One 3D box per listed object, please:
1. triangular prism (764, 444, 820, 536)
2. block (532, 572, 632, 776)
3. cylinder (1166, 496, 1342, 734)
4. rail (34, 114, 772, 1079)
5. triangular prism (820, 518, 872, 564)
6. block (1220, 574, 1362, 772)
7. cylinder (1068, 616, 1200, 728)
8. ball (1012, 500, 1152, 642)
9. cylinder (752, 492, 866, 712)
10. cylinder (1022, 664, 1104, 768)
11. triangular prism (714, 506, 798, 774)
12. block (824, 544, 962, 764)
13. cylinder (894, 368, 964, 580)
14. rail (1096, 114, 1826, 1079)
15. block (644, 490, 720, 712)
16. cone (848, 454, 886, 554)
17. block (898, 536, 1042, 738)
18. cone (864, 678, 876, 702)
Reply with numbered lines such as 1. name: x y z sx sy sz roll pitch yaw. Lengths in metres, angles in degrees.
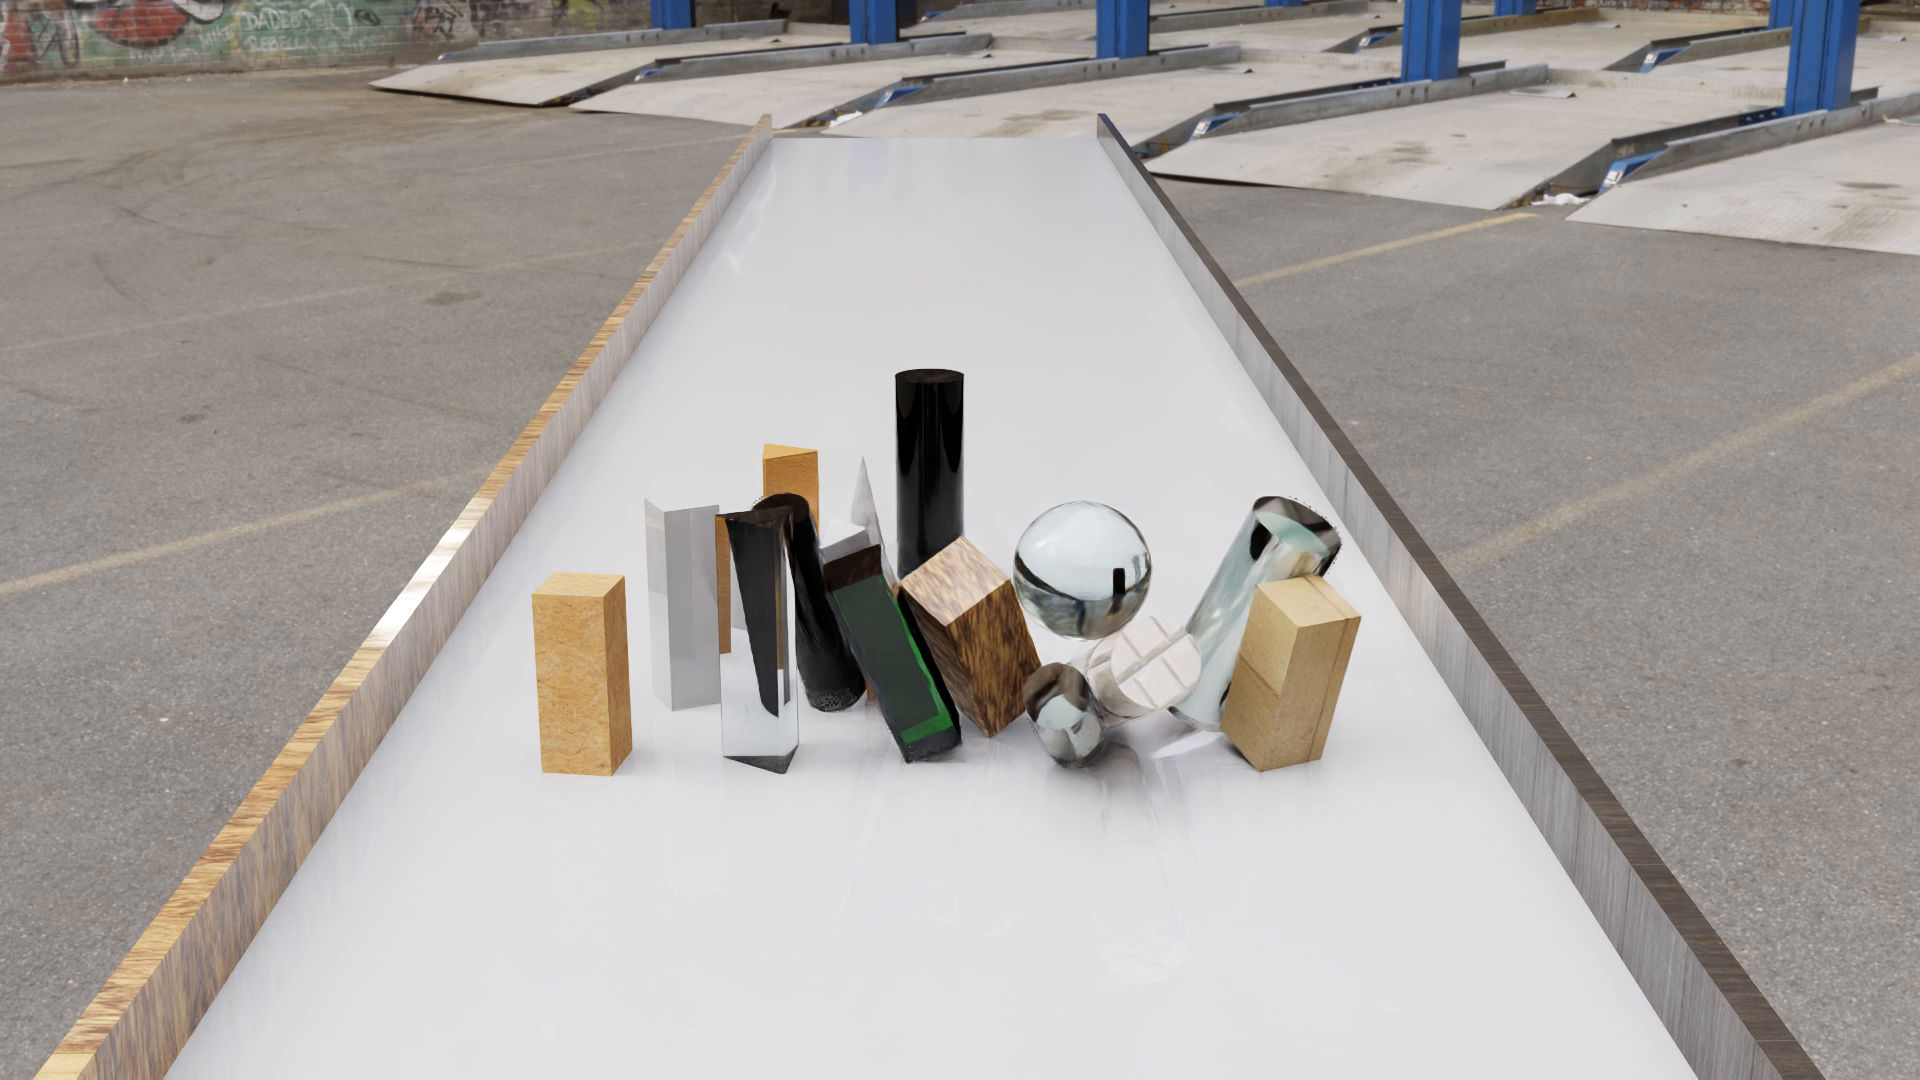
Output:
1. triangular prism: -0.360 0.022 4.415 0.121 0.421 0.105 -10 19 -31
2. block: -0.661 0.235 3.860 0.127 0.330 0.127 2 17 8
3. cylinder: 0.516 0.137 3.977 0.171 0.418 0.171 19 31 -12
4. rail: -1.118 -0.838 7.780 0.050 0.150 12.000 0 17 -1
5. triangular prism: -0.154 0.140 4.009 0.087 0.418 0.075 -24 34 -4
6. block: 0.576 0.233 3.851 0.132 0.311 0.132 -8 36 -26
7. cylinder: 0.291 0.235 3.822 0.151 0.151 0.434 -3 -9 -9
8. ball: 0.215 0.054 3.870 0.248 0.248 0.248 0 17 0
9. cylinder: -0.280 0.119 4.050 0.114 0.433 0.114 -10 37 7
10. cylinder: 0.177 0.298 3.681 0.107 0.107 0.431 2 -14 7
11. triangular prism: -0.331 0.169 3.872 0.142 0.448 0.123 12 20 34
12. block: -0.116 0.201 3.848 0.106 0.375 0.106 -21 28 6
13. cylinder: -0.067 -0.141 4.897 0.154 0.459 0.154 0 17 0
14. rail: 0.932 -0.844 7.801 0.050 0.150 12.000 0 17 -1
15. block: -0.519 0.115 4.156 0.108 0.391 0.108 -8 18 -26
16. cone: -0.202 -0.008 4.621 0.153 0.361 0.153 0 17 0
17. block: 0.029 0.177 3.953 0.145 0.332 0.145 -36 49 -14
18. cone: -0.168 0.138 4.134 0.127 0.336 0.127 -14 32 9
